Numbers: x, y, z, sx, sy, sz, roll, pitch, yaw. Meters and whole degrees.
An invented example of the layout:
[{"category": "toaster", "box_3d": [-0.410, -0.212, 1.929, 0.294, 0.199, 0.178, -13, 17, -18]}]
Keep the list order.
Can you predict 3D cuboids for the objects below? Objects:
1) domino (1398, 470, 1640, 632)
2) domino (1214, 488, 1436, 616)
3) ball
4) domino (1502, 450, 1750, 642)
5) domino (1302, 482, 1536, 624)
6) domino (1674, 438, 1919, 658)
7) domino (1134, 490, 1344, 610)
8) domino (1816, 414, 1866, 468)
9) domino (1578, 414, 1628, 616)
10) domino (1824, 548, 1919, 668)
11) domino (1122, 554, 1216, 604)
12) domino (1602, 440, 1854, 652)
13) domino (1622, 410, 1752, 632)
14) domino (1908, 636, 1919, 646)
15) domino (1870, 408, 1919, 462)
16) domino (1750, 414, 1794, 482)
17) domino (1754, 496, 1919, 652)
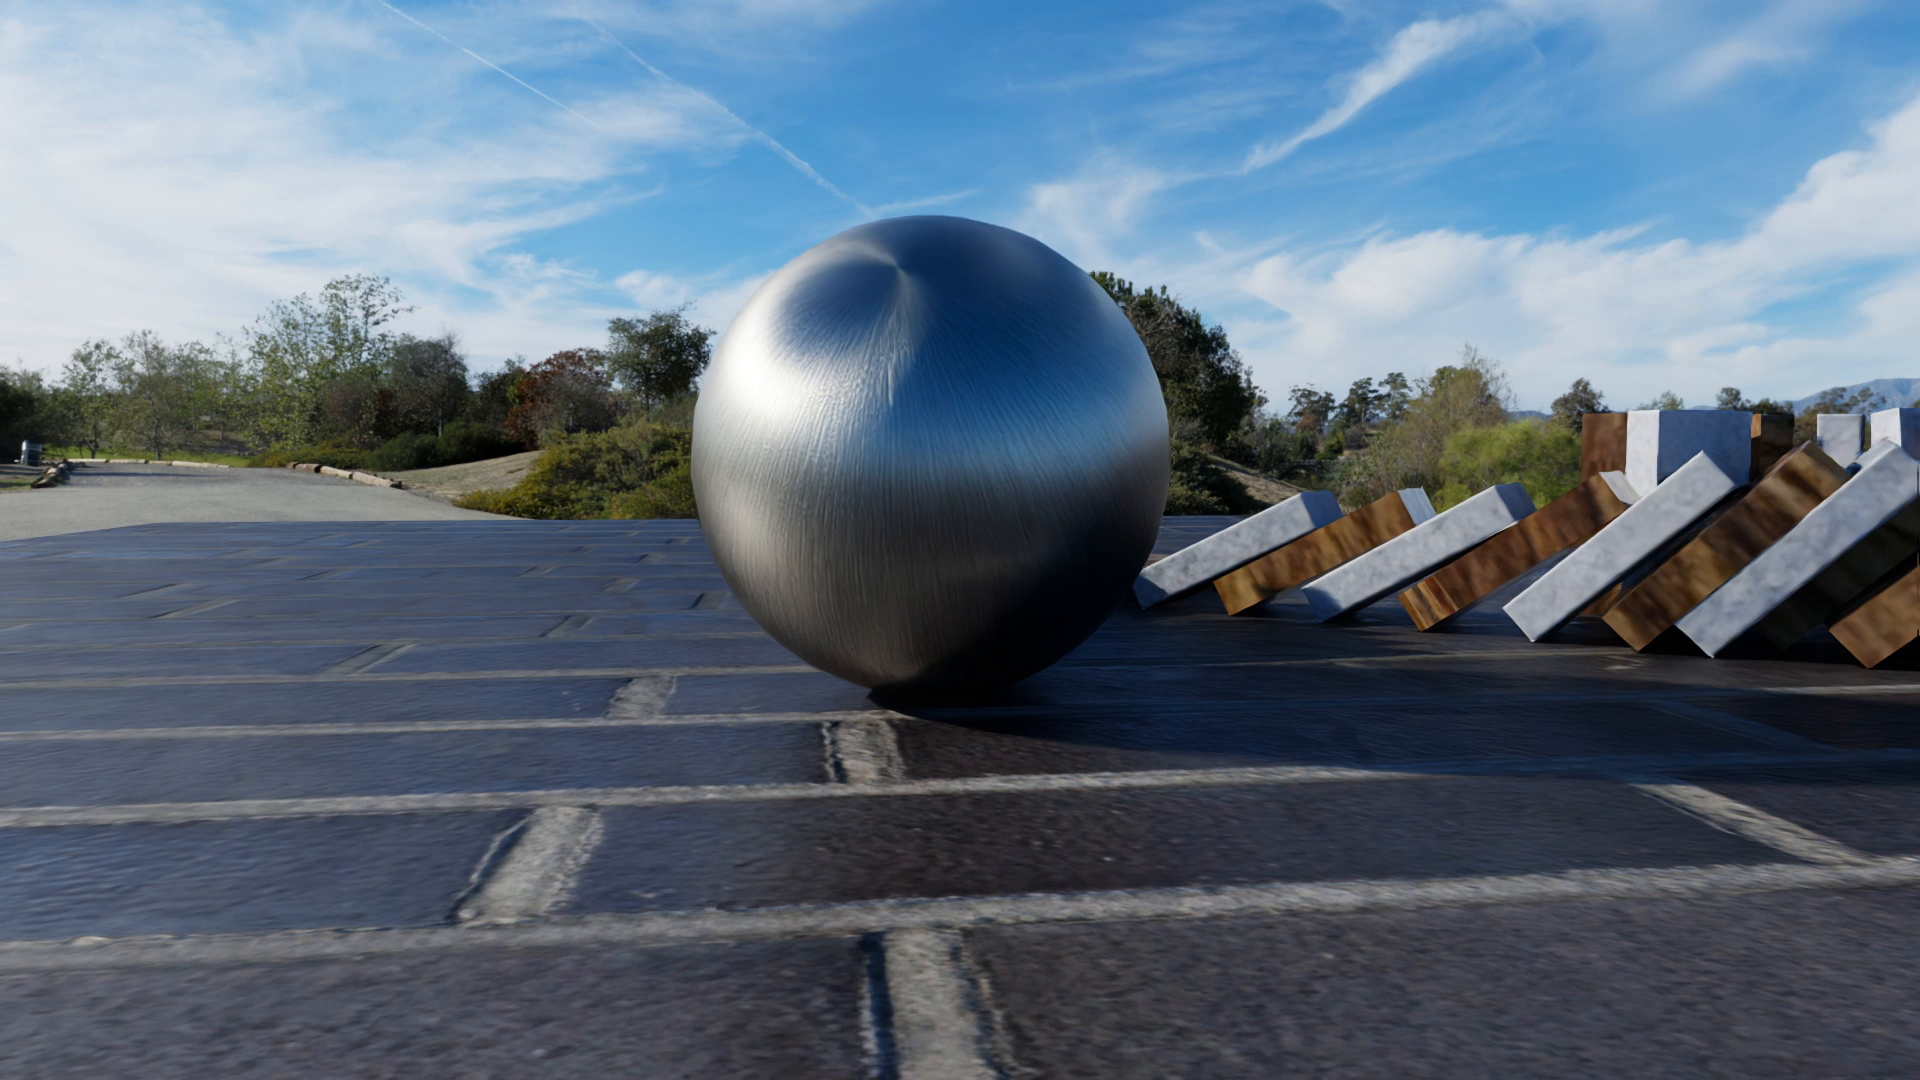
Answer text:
[{"category": "domino", "box_3d": [0.126, 0.003, 0.289, 0.050, 0.009, 0.025, -39, -19, 32]}, {"category": "domino", "box_3d": [0.090, 0.003, 0.316, 0.050, 0.009, 0.025, -30, -12, 30]}, {"category": "ball", "box_3d": [-0.005, -0.014, 0.217, 0.080, 0.080, 0.080, 0, 4, 0]}, {"category": "domino", "box_3d": [0.142, 0.001, 0.275, 0.025, 0.010, 0.050, -6, -36, -53]}, {"category": "domino", "box_3d": [0.108, 0.003, 0.302, 0.050, 0.009, 0.025, -34, -16, 33]}, {"category": "domino", "box_3d": [0.167, 0.001, 0.256, 0.009, 0.050, 0.025, 49, 27, 17]}, {"category": "domino", "box_3d": [0.071, 0.003, 0.327, 0.050, 0.010, 0.025, -28, -11, 31]}, {"category": "domino", "box_3d": [0.229, -0.008, 0.335, 0.009, 0.050, 0.025, 3, 5, 37]}, {"category": "domino", "box_3d": [0.168, -0.006, 0.318, 0.025, 0.050, 0.009, 3, 5, 31]}, {"category": "domino", "box_3d": [0.191, 0.004, 0.244, 0.050, 0.010, 0.025, -47, -19, 25]}, {"category": "domino", "box_3d": [0.047, 0.011, 0.362, 0.050, 0.009, 0.025, -4, 6, -43]}, {"category": "domino", "box_3d": [0.156, 0.001, 0.263, 0.009, 0.050, 0.025, 49, 26, 17]}, {"category": "domino", "box_3d": [0.167, -0.005, 0.295, 0.025, 0.050, 0.009, -1, 4, -14]}, {"category": "domino", "box_3d": [0.210, -0.002, 0.267, 0.009, 0.050, 0.025, 26, 3, -4]}, {"category": "domino", "box_3d": [0.227, -0.005, 0.296, 0.025, 0.050, 0.009, 0, -4, 1]}, {"category": "domino", "box_3d": [0.207, -0.008, 0.342, 0.009, 0.050, 0.025, -1, 4, -9]}, {"category": "domino", "box_3d": [0.187, 0.001, 0.264, 0.009, 0.050, 0.025, 49, 29, 19]}]
